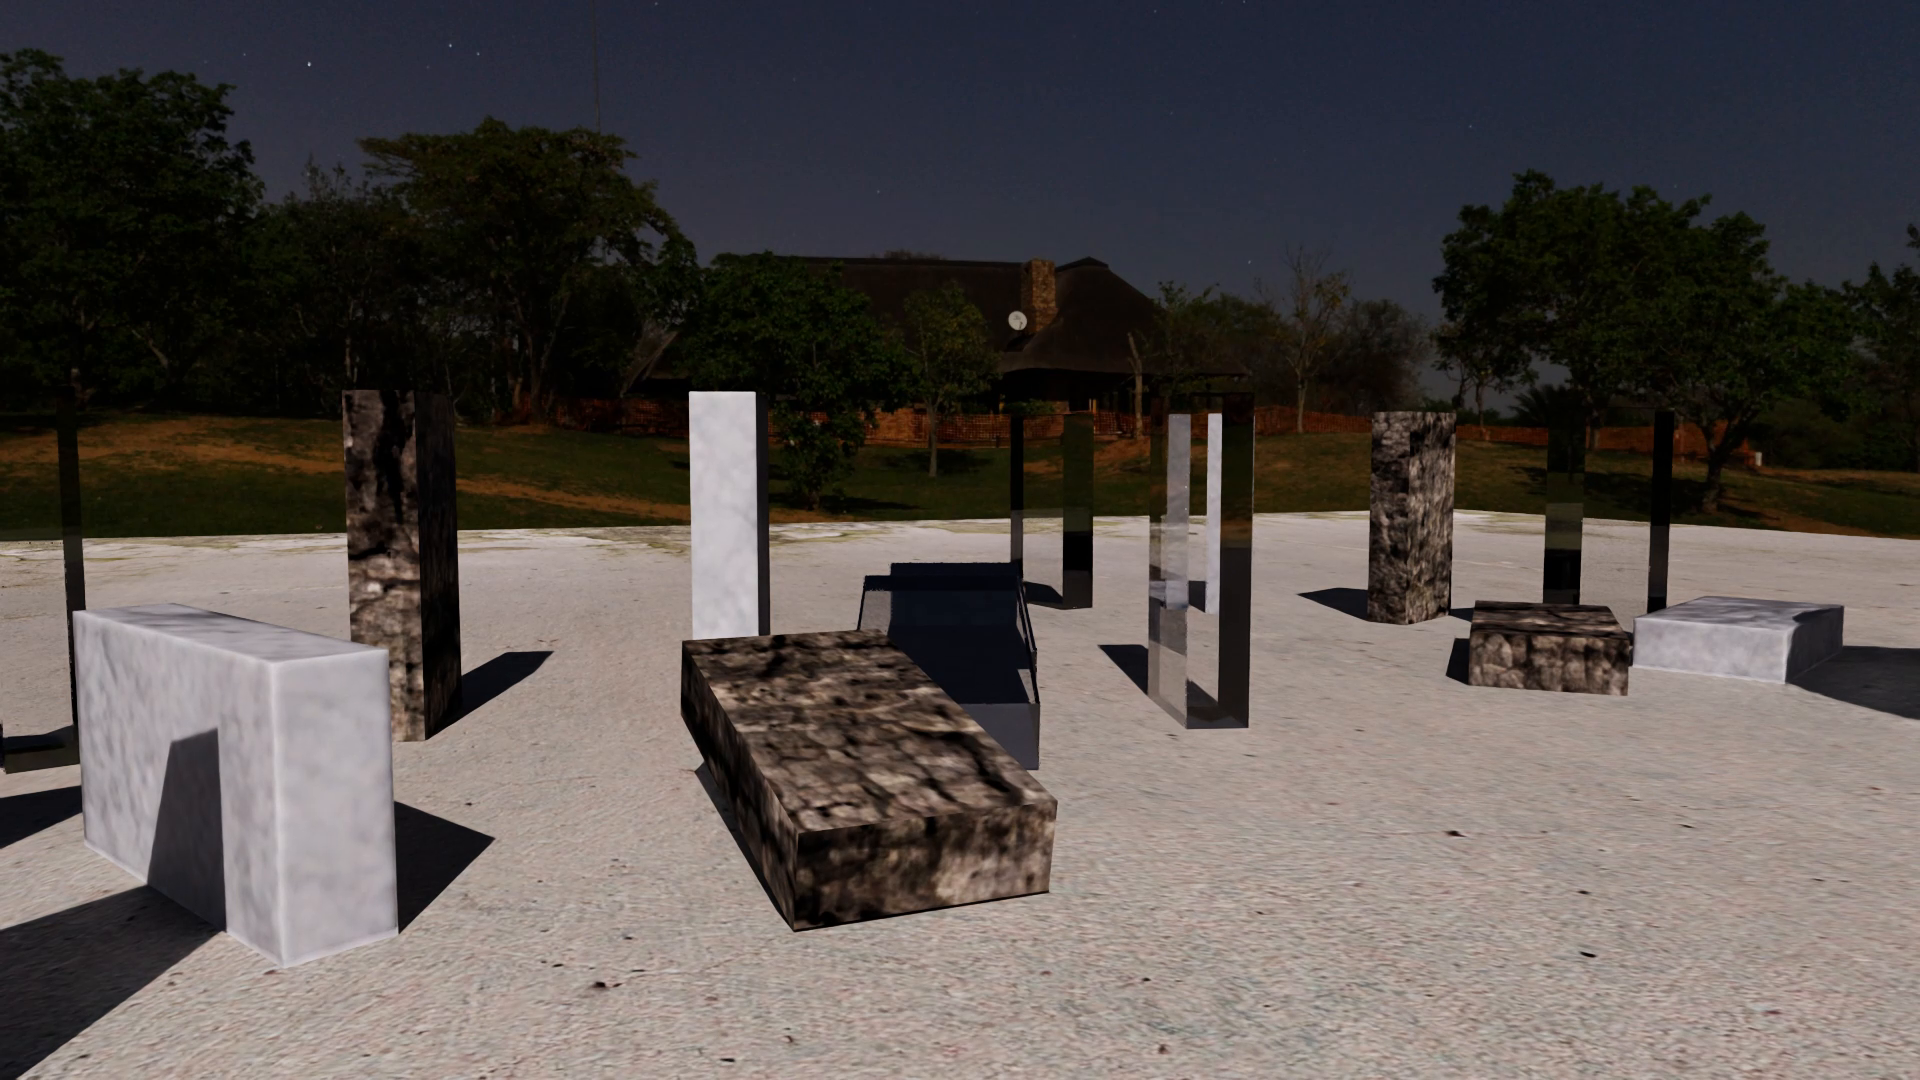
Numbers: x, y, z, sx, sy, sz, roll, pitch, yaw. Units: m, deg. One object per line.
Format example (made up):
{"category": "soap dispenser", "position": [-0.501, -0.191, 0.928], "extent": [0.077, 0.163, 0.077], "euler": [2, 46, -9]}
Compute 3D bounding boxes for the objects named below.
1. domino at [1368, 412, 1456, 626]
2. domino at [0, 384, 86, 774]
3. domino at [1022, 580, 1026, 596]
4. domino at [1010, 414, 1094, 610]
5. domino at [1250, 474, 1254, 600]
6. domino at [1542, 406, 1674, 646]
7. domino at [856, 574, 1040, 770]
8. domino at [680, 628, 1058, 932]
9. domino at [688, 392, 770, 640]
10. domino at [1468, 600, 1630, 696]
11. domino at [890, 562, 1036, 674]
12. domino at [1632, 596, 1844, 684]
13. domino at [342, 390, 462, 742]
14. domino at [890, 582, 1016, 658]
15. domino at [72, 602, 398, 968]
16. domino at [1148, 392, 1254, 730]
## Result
{"category": "domino", "position": [0.110, -0.006, 0.311], "extent": [0.009, 0.050, 0.025], "euler": [4, 6, 44]}
{"category": "domino", "position": [-0.128, 0.004, 0.176], "extent": [0.009, 0.050, 0.025], "euler": [-4, 6, -42]}
{"category": "domino", "position": [0.001, 0.013, 0.332], "extent": [0.025, 0.009, 0.050], "euler": [0, 4, -5]}
{"category": "domino", "position": [0.024, -0.008, 0.340], "extent": [0.009, 0.050, 0.025], "euler": [-2, 5, -30]}
{"category": "domino", "position": [0.070, -0.008, 0.339], "extent": [0.009, 0.050, 0.025], "euler": [2, 5, 24]}
{"category": "domino", "position": [0.137, -0.003, 0.272], "extent": [0.025, 0.050, 0.009], "euler": [-2, 5, -22]}
{"category": "domino", "position": [-0.003, 0.018, 0.190], "extent": [0.025, 0.009, 0.050], "euler": [0, 18, -1]}
{"category": "domino", "position": [-0.012, 0.023, 0.138], "extent": [0.025, 0.009, 0.050], "euler": [-2, 16, -23]}
{"category": "domino", "position": [-0.035, 0.003, 0.199], "extent": [0.009, 0.050, 0.025], "euler": [0, 4, -4]}
{"category": "domino", "position": [0.111, 0.020, 0.244], "extent": [0.025, 0.009, 0.050], "euler": [2, 5, 23]}
{"category": "domino", "position": [-0.001, 0.016, 0.231], "extent": [0.025, 0.009, 0.050], "euler": [0, 16, -1]}
{"category": "domino", "position": [0.155, 0.019, 0.254], "extent": [0.025, 0.009, 0.050], "euler": [4, 6, 44]}
{"category": "domino", "position": [-0.083, 0.003, 0.193], "extent": [0.009, 0.050, 0.025], "euler": [-1, 4, -10]}
{"category": "domino", "position": [-0.002, 0.017, 0.281], "extent": [0.025, 0.009, 0.050], "euler": [0, 4, -1]}
{"category": "domino", "position": [-0.071, 0.021, 0.123], "extent": [0.050, 0.025, 0.009], "euler": [4, 6, 40]}
{"category": "domino", "position": [0.037, 0.002, 0.202], "extent": [0.009, 0.050, 0.025], "euler": [0, 4, -5]}
